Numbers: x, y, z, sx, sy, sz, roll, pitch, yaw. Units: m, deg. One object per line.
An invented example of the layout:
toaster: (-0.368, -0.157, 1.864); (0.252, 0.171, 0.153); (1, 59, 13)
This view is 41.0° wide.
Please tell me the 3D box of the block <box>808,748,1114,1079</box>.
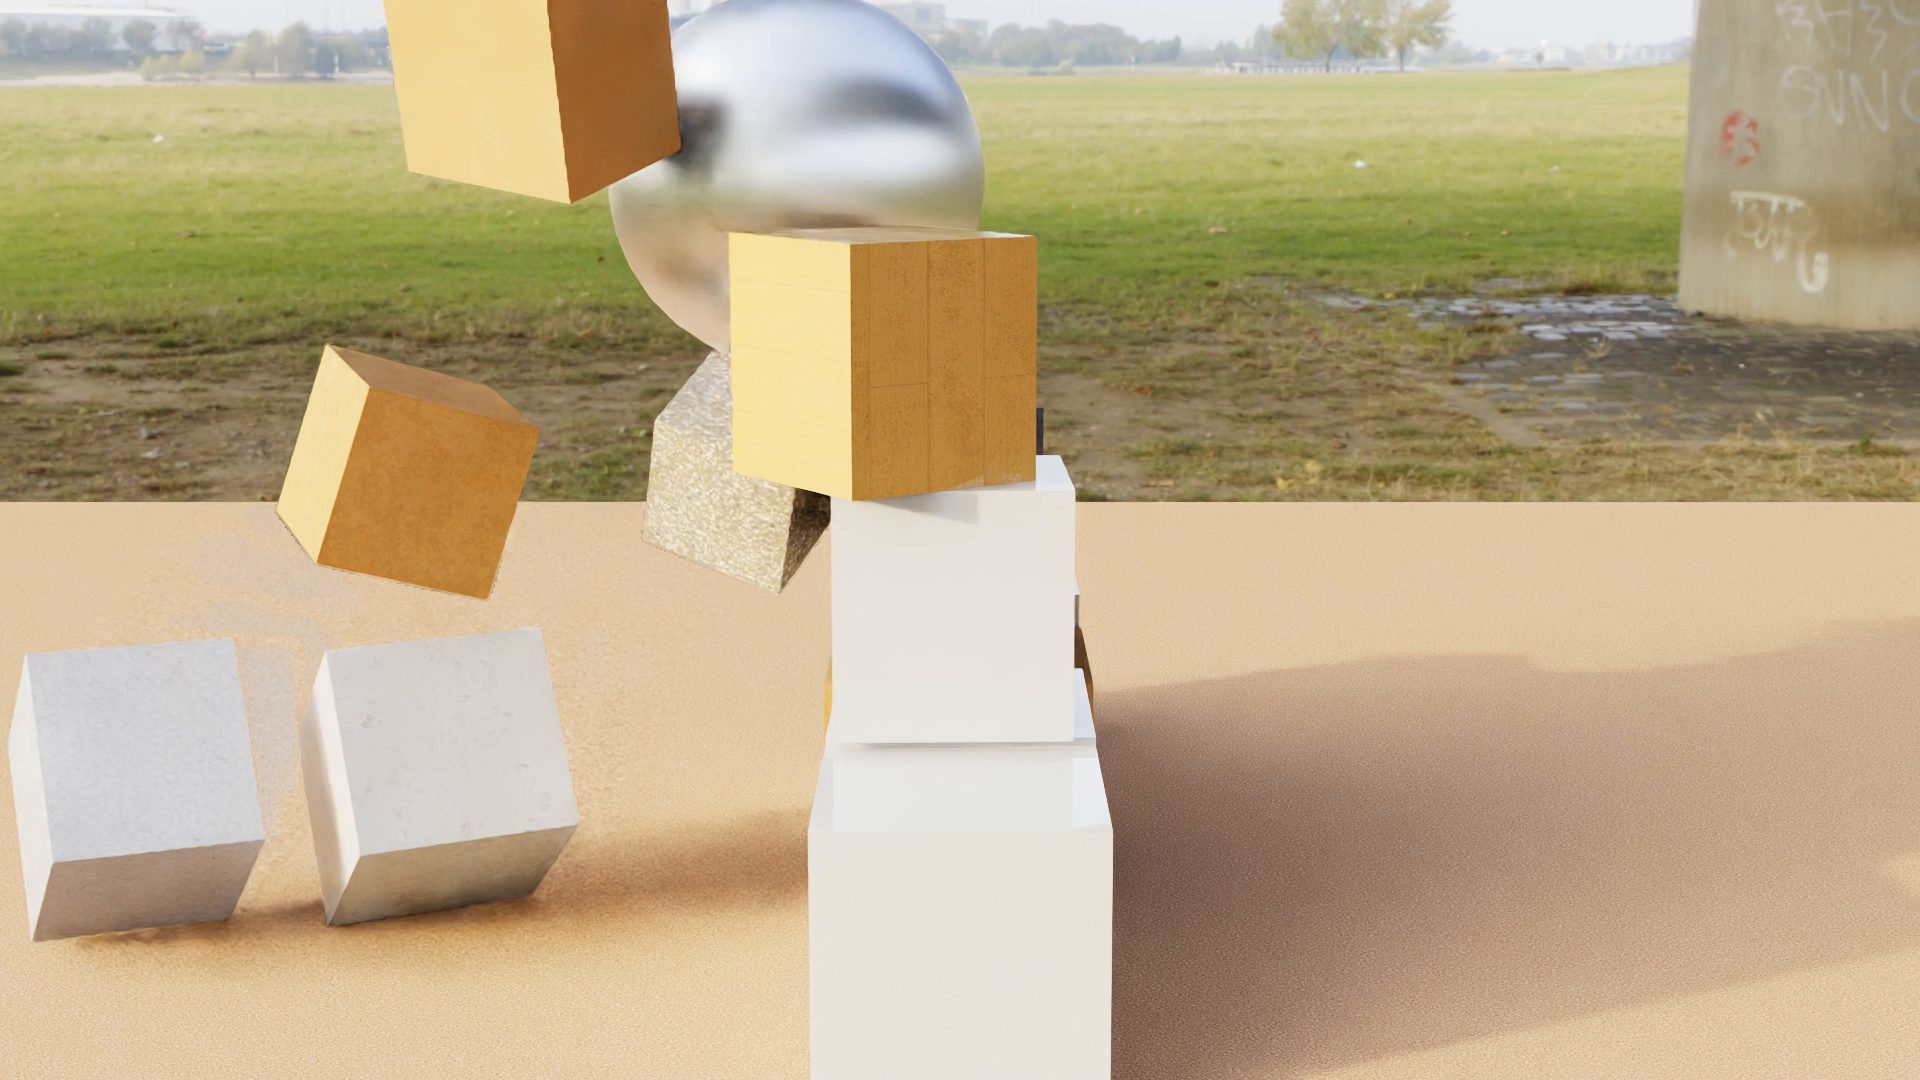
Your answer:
block: (0.002, 1.374, 9.184); (1.018, 1.010, 1.081); (0, 10, 0)

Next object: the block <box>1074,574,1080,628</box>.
block: (-0.008, 0.705, 12.522); (1.120, 1.133, 1.175); (0, 10, 0)

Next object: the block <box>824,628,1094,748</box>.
block: (-0.005, 0.986, 11.399); (1.129, 0.981, 1.113); (0, 10, 0)

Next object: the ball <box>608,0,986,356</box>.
ball: (-0.694, -1.533, 10.902); (1.600, 1.600, 1.600); (0, 10, 0)

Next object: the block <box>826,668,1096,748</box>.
block: (0.004, 1.156, 10.274); (1.015, 1.050, 1.132); (0, 10, 0)

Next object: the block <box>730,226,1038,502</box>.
block: (-0.293, -0.691, 9.651); (0.818, 0.913, 0.846); (-7, 12, -34)

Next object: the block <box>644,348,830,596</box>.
block: (-0.961, -0.422, 12.399); (0.730, 0.773, 0.932); (22, 44, 10)

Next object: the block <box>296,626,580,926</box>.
block: (-2.173, 0.983, 10.576); (0.867, 0.847, 1.017); (-6, -21, -24)

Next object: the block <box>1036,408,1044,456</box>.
block: (-0.065, -0.103, 11.581); (0.871, 0.821, 0.906); (1, 15, 2)

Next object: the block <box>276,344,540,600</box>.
block: (-2.277, -0.285, 10.542); (0.718, 0.734, 0.786); (14, 10, -29)

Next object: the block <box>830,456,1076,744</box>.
block: (-0.036, 0.209, 9.901); (0.895, 0.947, 0.878); (0, 10, -1)

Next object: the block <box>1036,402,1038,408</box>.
block: (0.010, -0.251, 12.440); (0.732, 0.777, 0.724); (0, 10, 1)

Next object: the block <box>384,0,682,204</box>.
block: (-1.649, -1.845, 9.930); (0.823, 0.787, 0.682); (15, 32, 29)

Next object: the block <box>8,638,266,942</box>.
block: (-3.349, 1.013, 10.381); (0.792, 0.874, 0.906); (-4, -26, -27)
